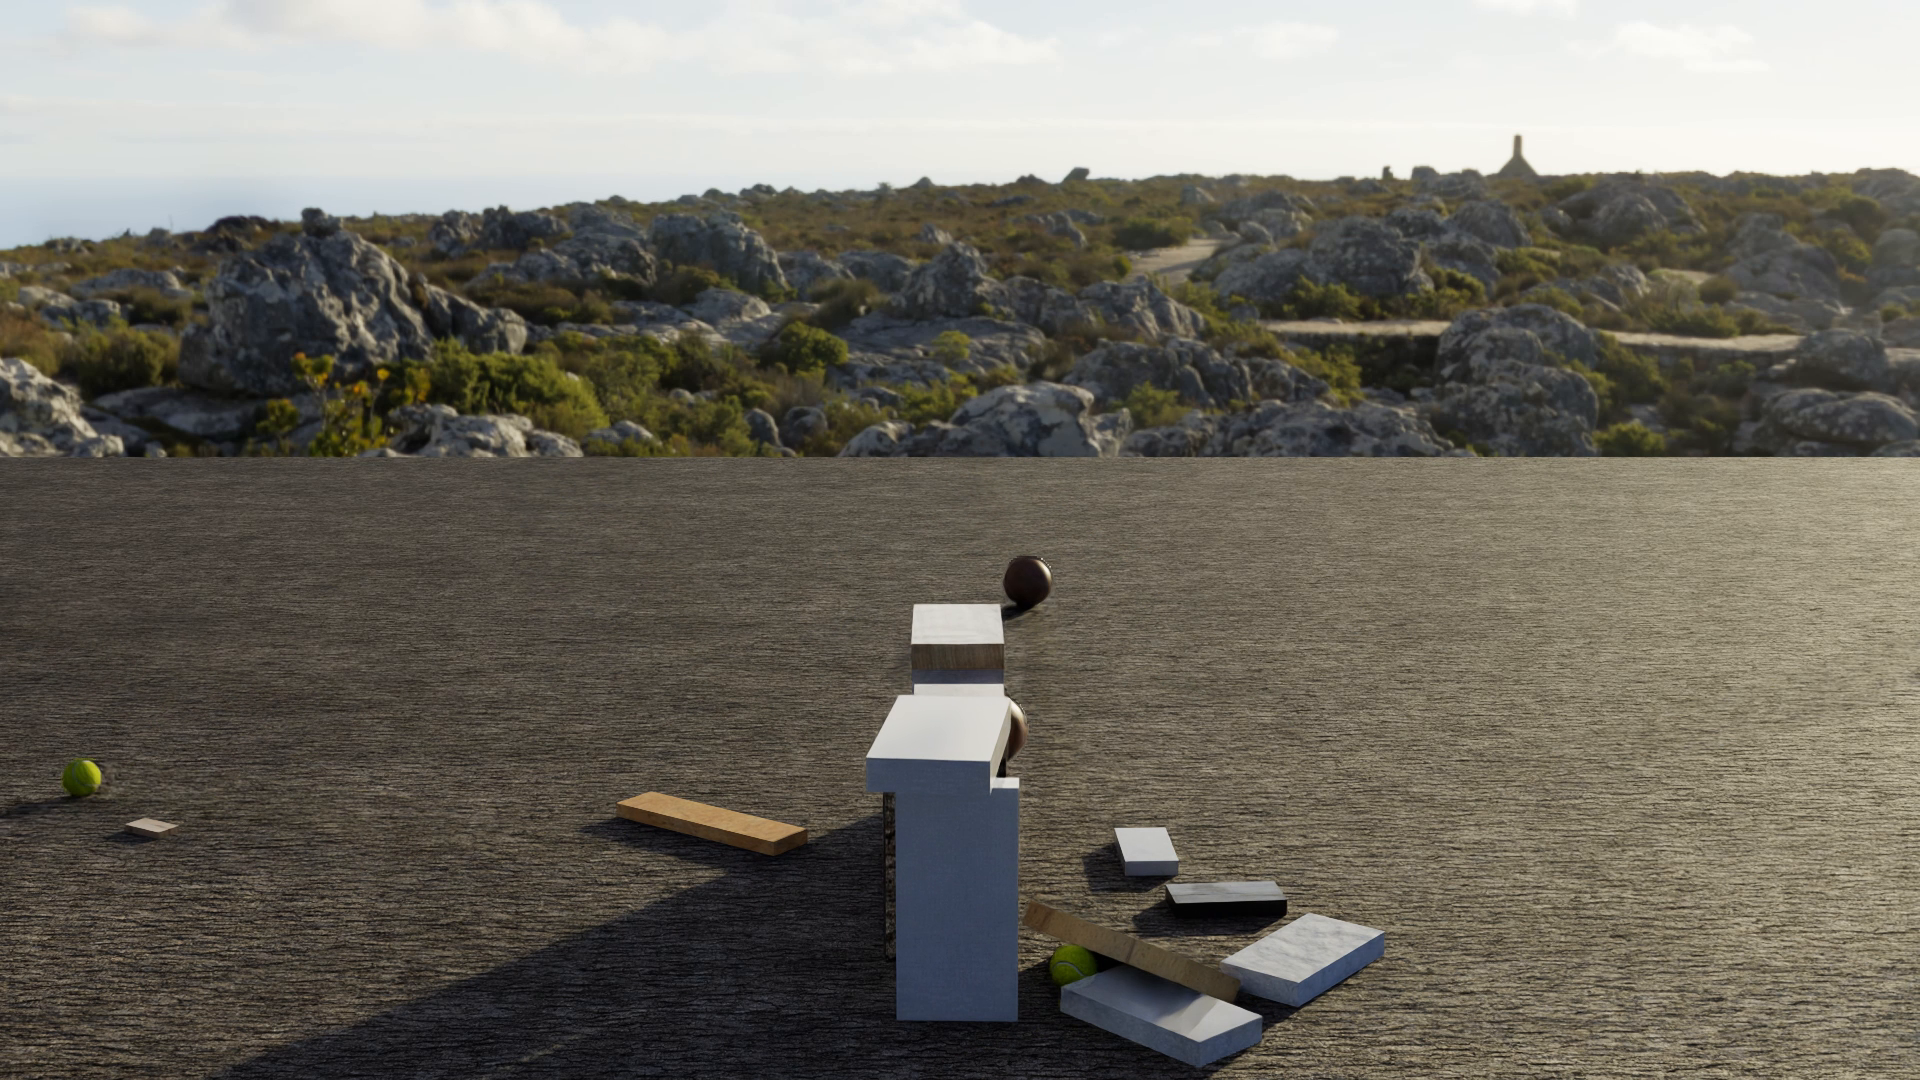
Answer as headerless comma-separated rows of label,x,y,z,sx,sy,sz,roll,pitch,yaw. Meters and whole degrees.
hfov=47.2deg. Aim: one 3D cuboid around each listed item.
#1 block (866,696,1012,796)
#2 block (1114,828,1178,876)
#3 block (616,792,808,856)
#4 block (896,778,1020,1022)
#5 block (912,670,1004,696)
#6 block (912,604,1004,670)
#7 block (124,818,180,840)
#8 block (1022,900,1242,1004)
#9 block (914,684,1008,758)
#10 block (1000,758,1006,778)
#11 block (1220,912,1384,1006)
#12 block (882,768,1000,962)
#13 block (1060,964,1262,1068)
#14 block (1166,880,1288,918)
block,-0.026,0.296,3.218,0.173,0.049,0.346,1,11,6
block,0.325,0.544,3.846,0.091,0.026,0.183,0,11,-2
block,-0.455,0.514,4.005,0.385,0.026,0.091,8,13,36
block,-0.003,0.513,3.137,0.173,0.347,0.049,0,10,2
block,-0.004,0.376,3.930,0.162,0.325,0.046,0,10,0
block,-0.005,0.174,4.002,0.162,0.046,0.325,0,11,0
block,-1.467,0.524,3.992,0.091,0.013,0.045,6,12,30
block,0.252,0.613,3.277,0.322,0.038,0.133,11,-13,47
block,-0.001,0.290,3.543,0.148,0.042,0.297,0,11,-1
block,-0.003,0.474,3.482,0.148,0.297,0.042,-1,11,-3
block,0.521,0.633,3.332,0.133,0.038,0.266,8,13,38
block,-0.030,0.470,3.366,0.173,0.346,0.049,-1,11,-6
block,0.284,0.673,3.122,0.133,0.038,0.266,-9,14,-41
block,0.435,0.589,3.603,0.183,0.026,0.091,-1,11,-5
